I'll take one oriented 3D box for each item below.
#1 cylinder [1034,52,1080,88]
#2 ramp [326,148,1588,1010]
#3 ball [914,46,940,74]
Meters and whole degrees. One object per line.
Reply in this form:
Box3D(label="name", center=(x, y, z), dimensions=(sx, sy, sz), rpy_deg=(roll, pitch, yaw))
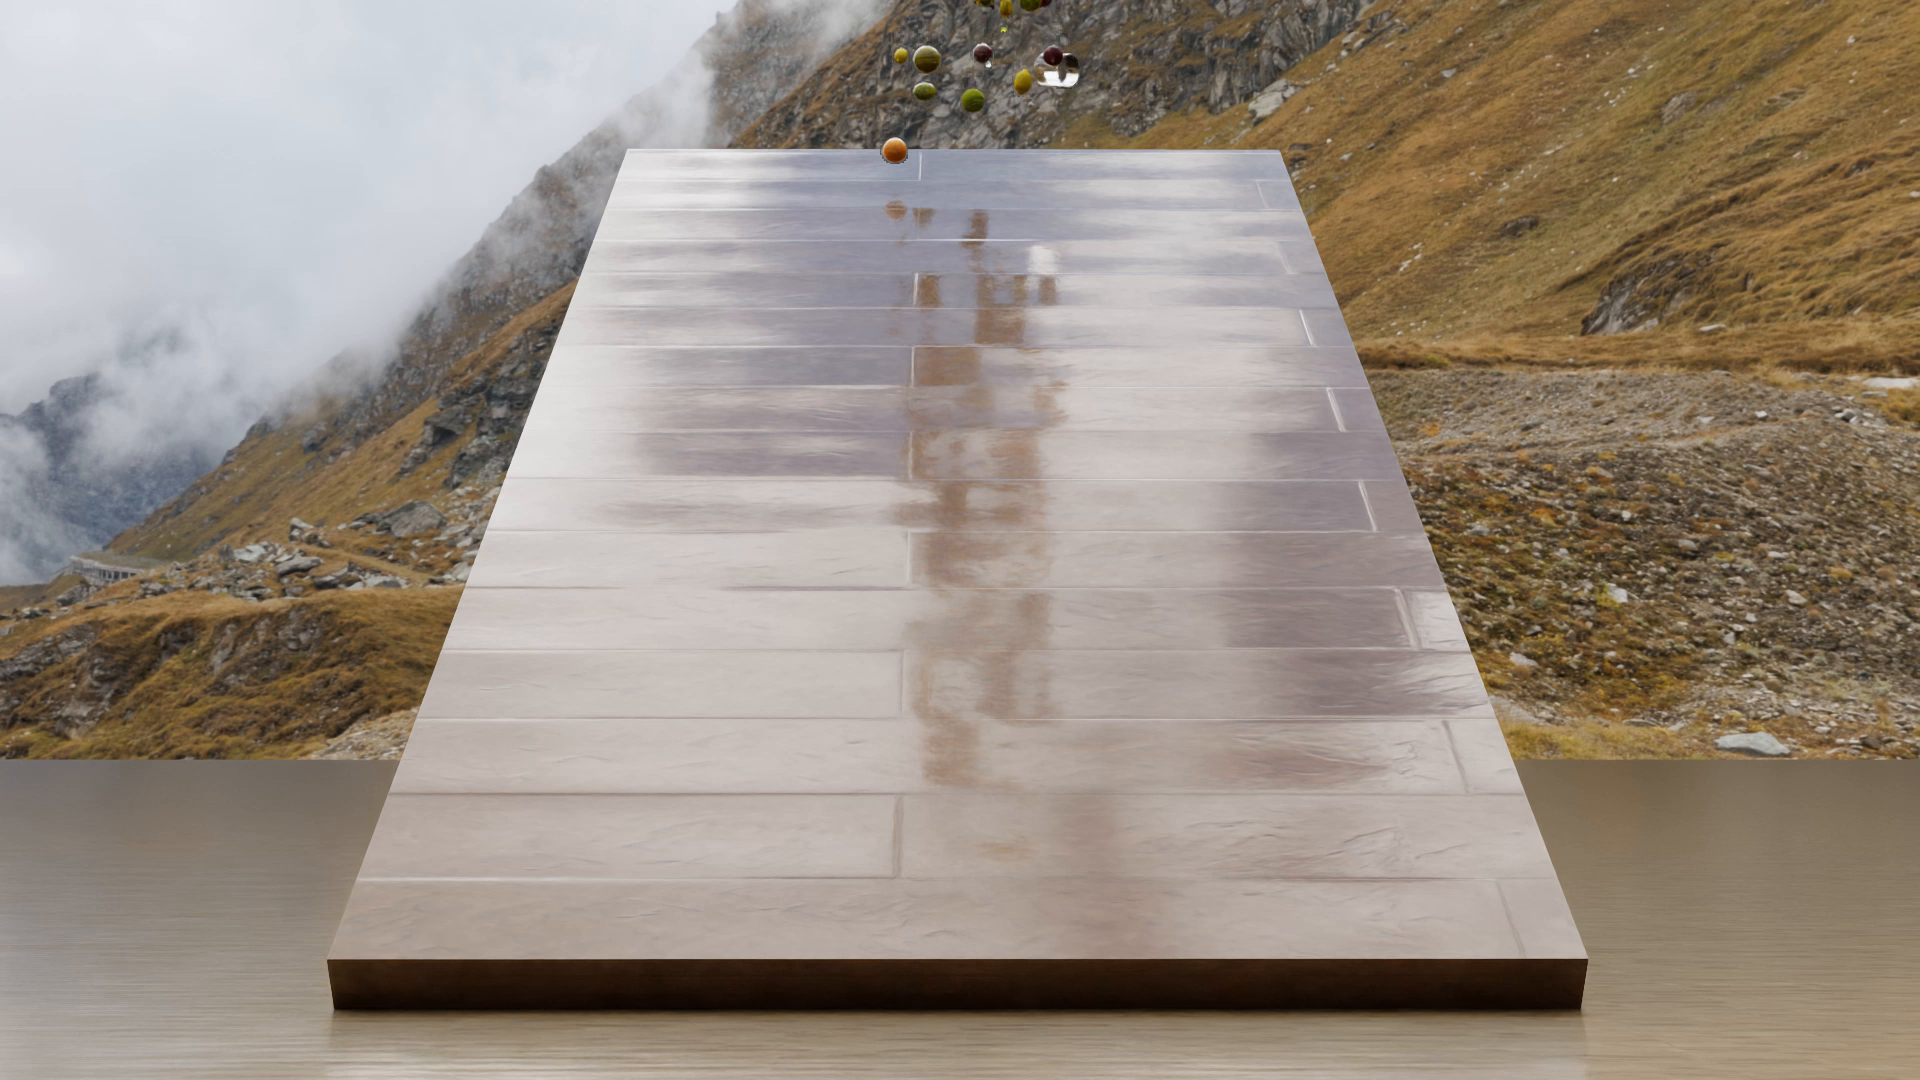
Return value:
Box3D(label="cylinder", center=(0.286, -1.396, 7.072), dimensions=(0.096, 0.096, 0.096), rpy_deg=(15, 6, 41))
Box3D(label="ramp", center=(-0.011, -0.224, 5.569), dimensions=(2.000, 0.100, 4.000), rpy_deg=(0, 28, 0))
Box3D(label="ball", center=(-0.097, -1.403, 6.958), dimensions=(0.080, 0.080, 0.080), rpy_deg=(0, -5, 0))
